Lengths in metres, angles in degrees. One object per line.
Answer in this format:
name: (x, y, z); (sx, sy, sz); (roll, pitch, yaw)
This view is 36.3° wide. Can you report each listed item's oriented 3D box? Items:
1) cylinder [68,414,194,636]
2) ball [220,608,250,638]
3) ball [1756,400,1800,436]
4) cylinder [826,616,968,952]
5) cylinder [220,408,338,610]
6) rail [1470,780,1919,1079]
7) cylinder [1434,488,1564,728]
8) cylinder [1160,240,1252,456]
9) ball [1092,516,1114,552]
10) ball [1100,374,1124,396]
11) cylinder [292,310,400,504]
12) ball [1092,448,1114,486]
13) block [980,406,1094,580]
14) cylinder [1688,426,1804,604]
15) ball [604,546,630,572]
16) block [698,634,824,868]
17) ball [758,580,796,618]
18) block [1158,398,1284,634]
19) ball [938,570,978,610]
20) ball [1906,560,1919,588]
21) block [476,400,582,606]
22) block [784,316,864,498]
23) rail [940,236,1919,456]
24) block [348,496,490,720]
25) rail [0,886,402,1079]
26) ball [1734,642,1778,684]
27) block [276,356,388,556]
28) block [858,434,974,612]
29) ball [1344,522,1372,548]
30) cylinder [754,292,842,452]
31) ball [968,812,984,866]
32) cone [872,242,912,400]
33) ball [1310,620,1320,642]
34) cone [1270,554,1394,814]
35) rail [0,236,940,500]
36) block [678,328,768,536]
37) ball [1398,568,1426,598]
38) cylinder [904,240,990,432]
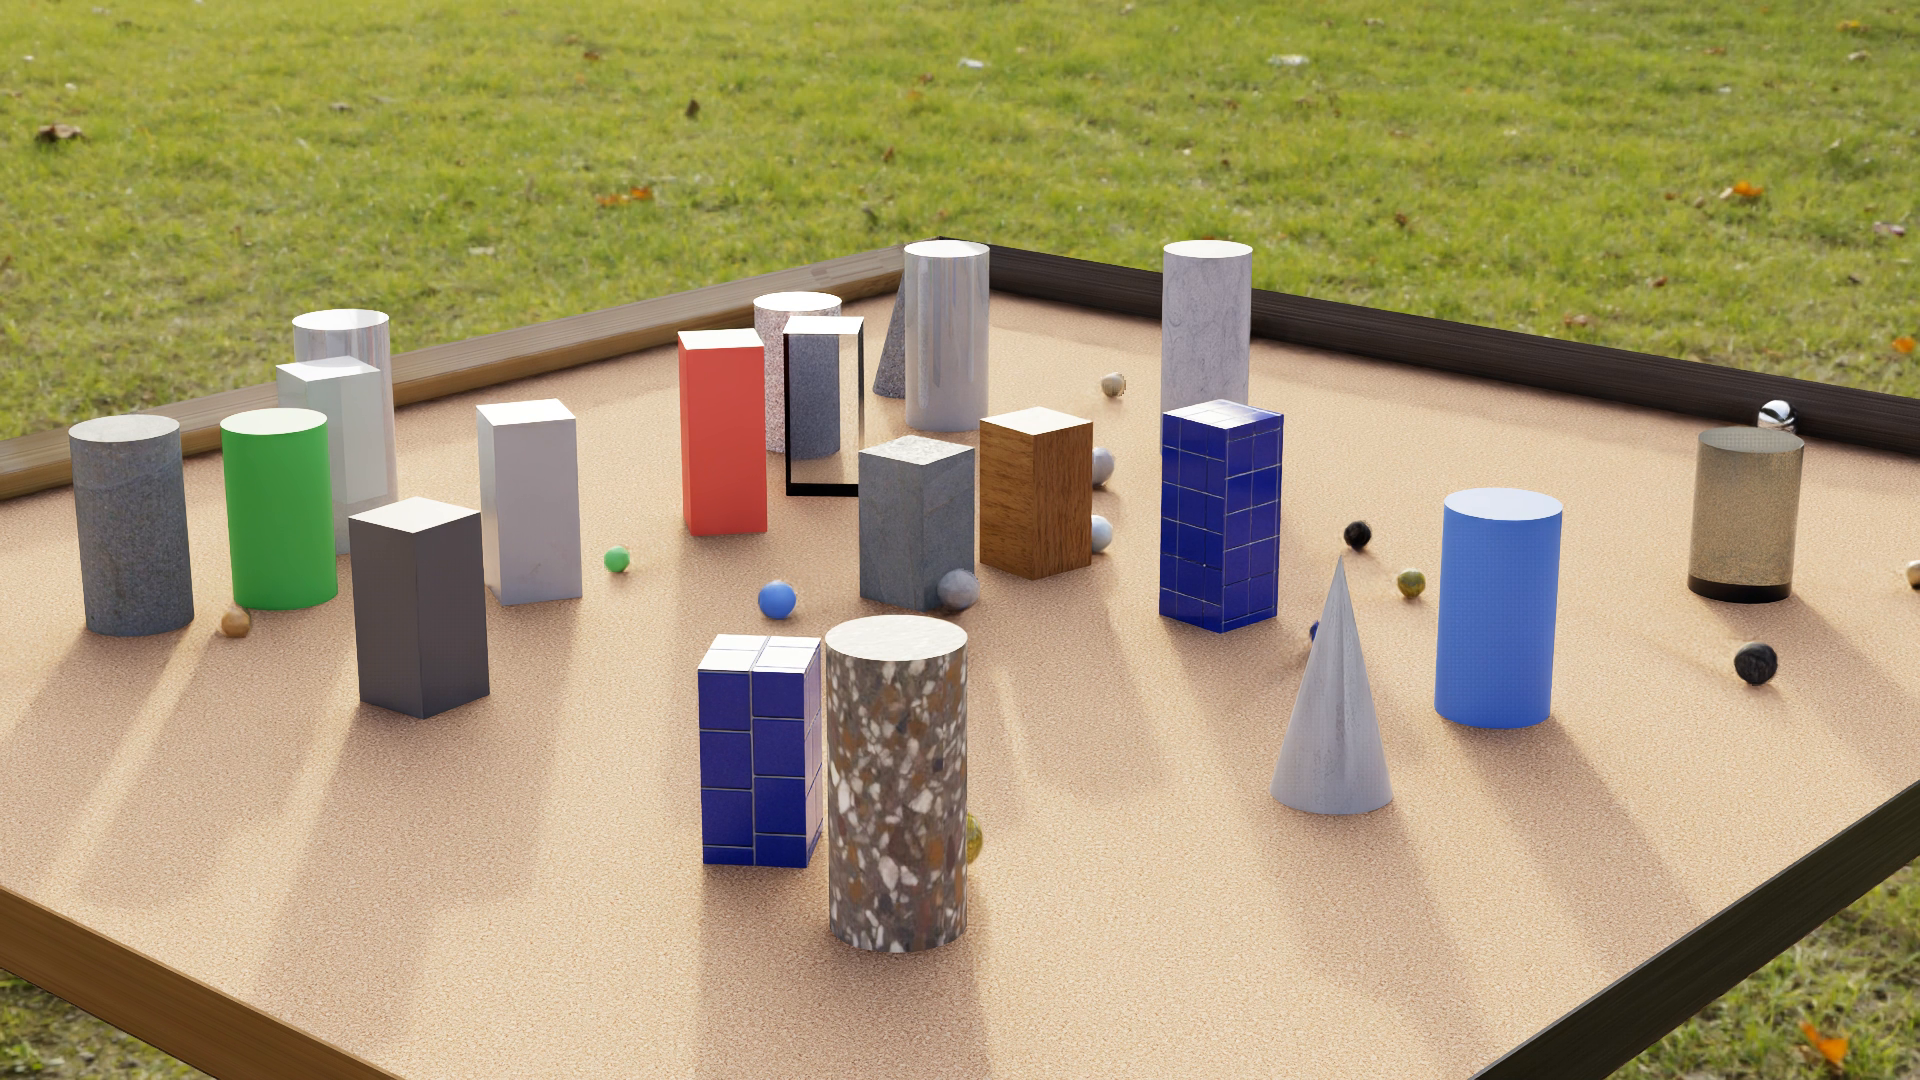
cylinder: (-1.390, -0.025, 4.923); (0.178, 0.336, 0.178); (0, 17, 0)
ball: (-1.206, 0.138, 4.881); (0.048, 0.048, 0.048); (0, 17, 0)
ball: (1.697, -0.246, 6.080); (0.088, 0.088, 0.088); (0, 17, 0)
cylinder: (-0.080, 0.309, 3.731); (0.178, 0.390, 0.178); (0, 17, 0)
cylinder: (-1.174, -0.054, 5.061); (0.178, 0.312, 0.178); (0, 17, 0)
rail: (1.318, 0.361, 4.027); (0.045, 0.116, 3.908); (14, 22, 39)
cylinder: (0.826, 0.103, 4.507); (0.178, 0.332, 0.178); (0, 17, 0)
cylinder: (0.498, -0.381, 5.945); (0.178, 0.425, 0.178); (0, 17, 0)
ball: (0.247, -0.011, 5.341); (0.067, 0.067, 0.067); (0, 17, 0)
ball: (0.335, -0.341, 6.460); (0.050, 0.050, 0.050); (0, 17, 0)
cylinder: (-1.168, -0.241, 5.582); (0.178, 0.367, 0.178); (0, 17, 0)
ball: (0.267, -0.145, 5.770); (0.074, 0.074, 0.074); (0, 17, 0)
block: (0.135, -0.085, 5.240); (0.142, 0.266, 0.142); (-14, 22, -38)
cylinder: (1.366, -0.045, 5.103); (0.178, 0.269, 0.178); (0, 17, 0)
ball: (-0.611, 0.033, 5.232); (0.045, 0.045, 0.045); (0, 17, 0)
block: (-0.270, 0.287, 3.993); (0.142, 0.280, 0.142); (2, 17, 6)
ball: (-0.311, 0.101, 4.976); (0.064, 0.064, 0.064); (0, 17, 0)
block: (0.440, -0.042, 4.947); (0.142, 0.354, 0.142); (-15, 22, -40)
ball: (-0.004, 0.086, 5.019); (0.068, 0.068, 0.068); (0, 17, 0)
ball: (1.684, 0.059, 5.144); (0.048, 0.048, 0.048); (0, 17, 0)
block: (-0.747, -0.067, 5.086); (0.142, 0.321, 0.142); (-6, 18, -20)
block: (-0.264, -0.261, 5.719); (0.142, 0.325, 0.142); (1, 17, 3)
rail: (1.266, -0.394, 6.517); (3.538, 0.116, 0.045); (14, 22, 39)
block: (-0.840, 0.104, 4.560); (0.142, 0.300, 0.142); (12, 21, 35)
rail: (-1.266, 0.452, 3.727); (3.538, 0.116, 0.045); (14, 22, 39)
ball: (1.266, 0.195, 4.662); (0.068, 0.068, 0.068); (0, 17, 0)
block: (-1.144, -0.153, 5.355); (0.142, 0.330, 0.142); (-11, 20, -33)
block: (-0.074, -0.030, 5.069); (0.142, 0.261, 0.142); (13, 21, 36)
ball: (0.727, -0.009, 5.365); (0.050, 0.050, 0.050); (0, 17, 0)
cylinder: (-0.333, -0.346, 6.049); (0.178, 0.298, 0.178); (0, 17, 0)
ball: (-0.014, 0.402, 3.941); (0.089, 0.089, 0.089); (0, 17, 0)
cone: (-0.106, -0.496, 6.474); (0.178, 0.337, 0.178); (0, 17, 0)
ball: (0.599, 0.154, 4.833); (0.045, 0.045, 0.045); (0, 17, 0)
cone: (0.535, 0.190, 4.173); (0.178, 0.360, 0.178); (0, 17, 0)
rail: (-1.318, -0.303, 6.217); (0.045, 0.116, 3.908); (14, 22, 39)
block: (-0.443, -0.202, 5.473); (0.142, 0.356, 0.142); (-3, 17, -11)
ball: (0.784, 0.074, 5.088); (0.051, 0.051, 0.051); (0, 17, 0)
cylinder: (-0.027, -0.431, 6.197); (0.178, 0.374, 0.178); (0, 17, 0)
